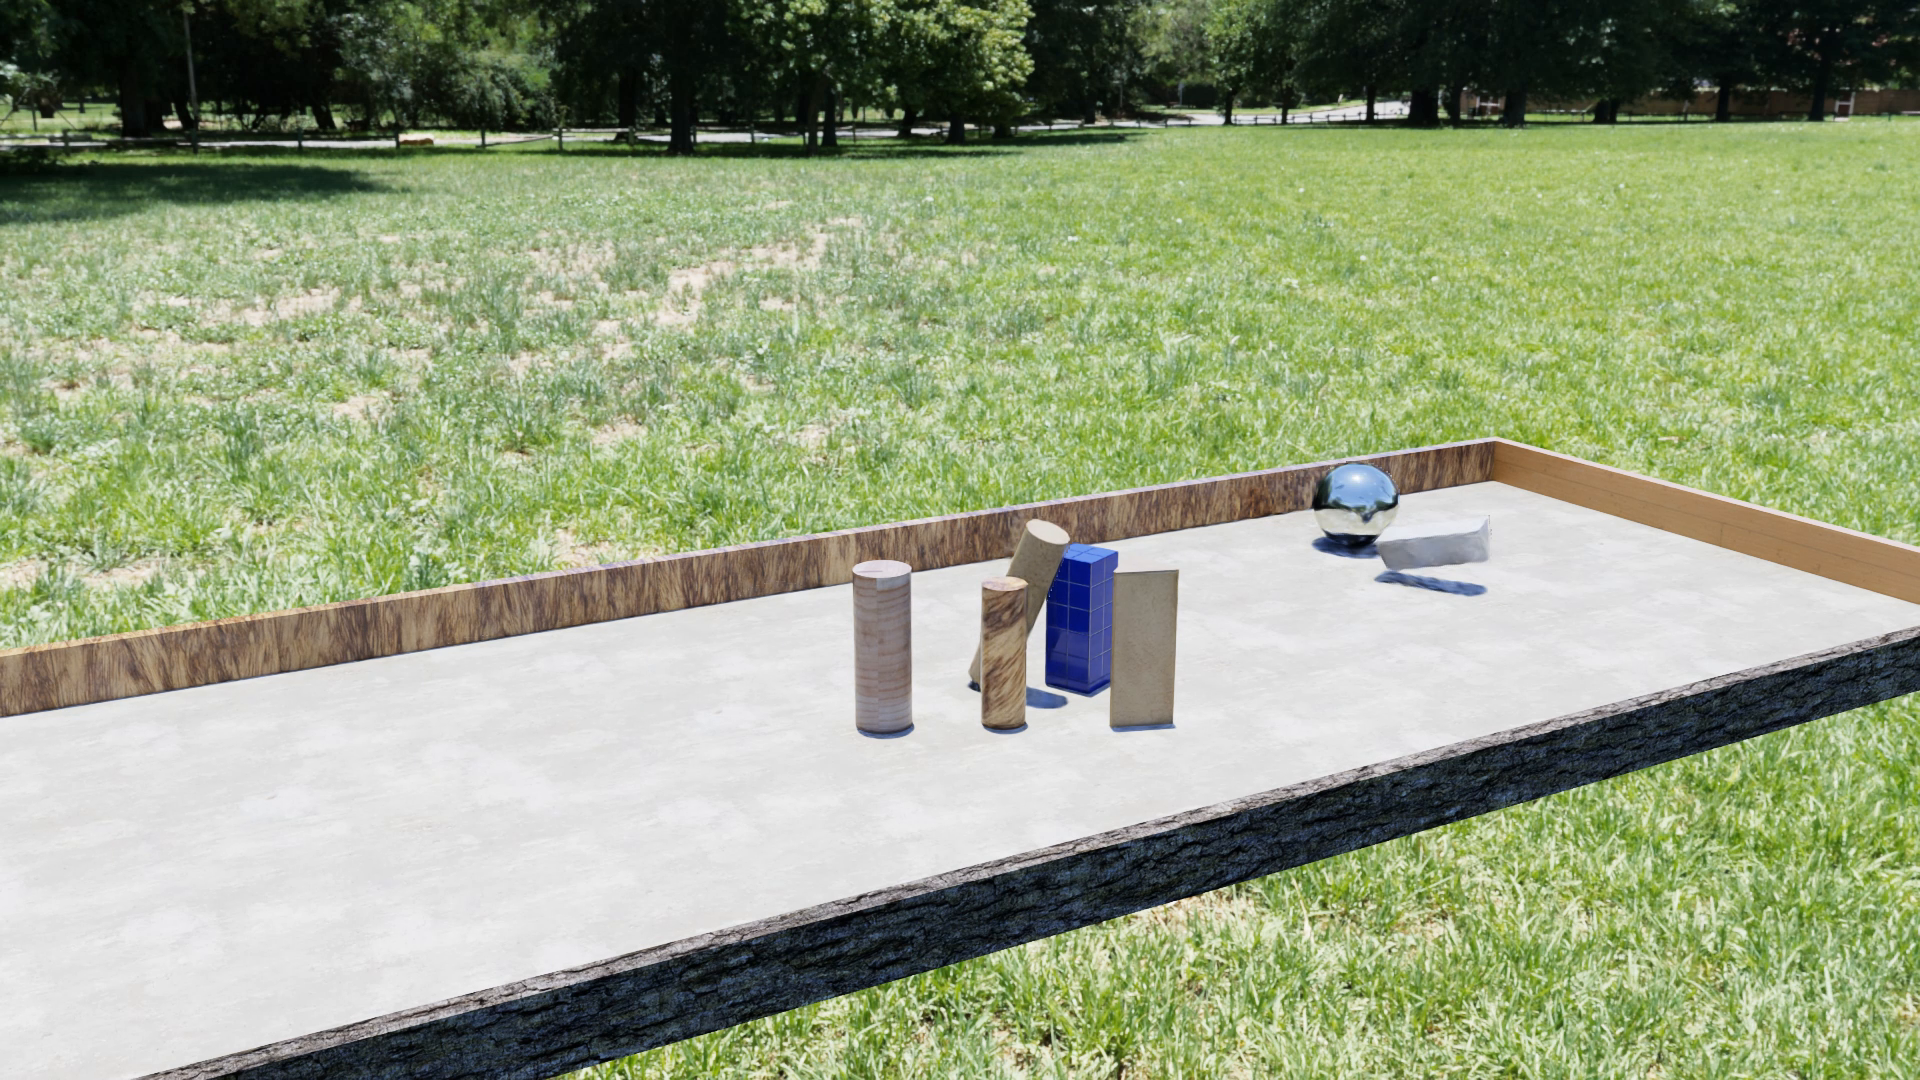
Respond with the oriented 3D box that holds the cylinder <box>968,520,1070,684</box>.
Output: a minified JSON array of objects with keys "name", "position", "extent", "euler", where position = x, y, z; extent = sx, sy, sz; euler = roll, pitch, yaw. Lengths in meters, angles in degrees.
[{"name":"cylinder","position":[0.141,0.162,4.023],"extent":[0.109,0.431,0.109],"euler":[17,26,-8]}]

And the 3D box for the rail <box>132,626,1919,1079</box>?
[{"name":"rail","position":[-2.336,1.006,1.665],"extent":[12.000,0.150,0.050],"euler":[-9,18,-27]}]

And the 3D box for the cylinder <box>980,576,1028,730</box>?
[{"name":"cylinder","position":[0.102,0.264,3.849],"extent":[0.107,0.342,0.107],"euler":[0,16,0]}]

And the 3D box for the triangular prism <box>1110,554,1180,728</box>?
[{"name":"triangular prism","position":[0.417,0.234,3.883],"extent":[0.151,0.381,0.131],"euler":[-3,17,-8]}]

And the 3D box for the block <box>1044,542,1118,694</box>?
[{"name":"block","position":[0.302,0.193,4.100],"extent":[0.128,0.337,0.128],"euler":[12,20,34]}]

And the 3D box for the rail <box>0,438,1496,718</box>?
[{"name":"rail","position":[-3.305,0.497,3.399],"extent":[12.000,0.150,0.050],"euler":[-9,18,-27]}]

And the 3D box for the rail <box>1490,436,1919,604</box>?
[{"name":"rail","position":[2.466,-0.048,5.253],"extent":[0.050,0.150,2.100],"euler":[-9,18,-27]}]

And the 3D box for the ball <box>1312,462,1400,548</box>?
[{"name":"ball","position":[1.262,-0.111,5.257],"extent":[0.269,0.269,0.269],"euler":[0,16,0]}]

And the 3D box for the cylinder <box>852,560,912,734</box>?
[{"name":"cylinder","position":[-0.179,0.249,3.833],"extent":[0.135,0.381,0.135],"euler":[0,16,0]}]

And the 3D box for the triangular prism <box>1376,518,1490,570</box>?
[{"name":"triangular prism","position":[1.409,-0.007,4.900],"extent":[0.306,0.130,0.113],"euler":[-7,46,32]}]
